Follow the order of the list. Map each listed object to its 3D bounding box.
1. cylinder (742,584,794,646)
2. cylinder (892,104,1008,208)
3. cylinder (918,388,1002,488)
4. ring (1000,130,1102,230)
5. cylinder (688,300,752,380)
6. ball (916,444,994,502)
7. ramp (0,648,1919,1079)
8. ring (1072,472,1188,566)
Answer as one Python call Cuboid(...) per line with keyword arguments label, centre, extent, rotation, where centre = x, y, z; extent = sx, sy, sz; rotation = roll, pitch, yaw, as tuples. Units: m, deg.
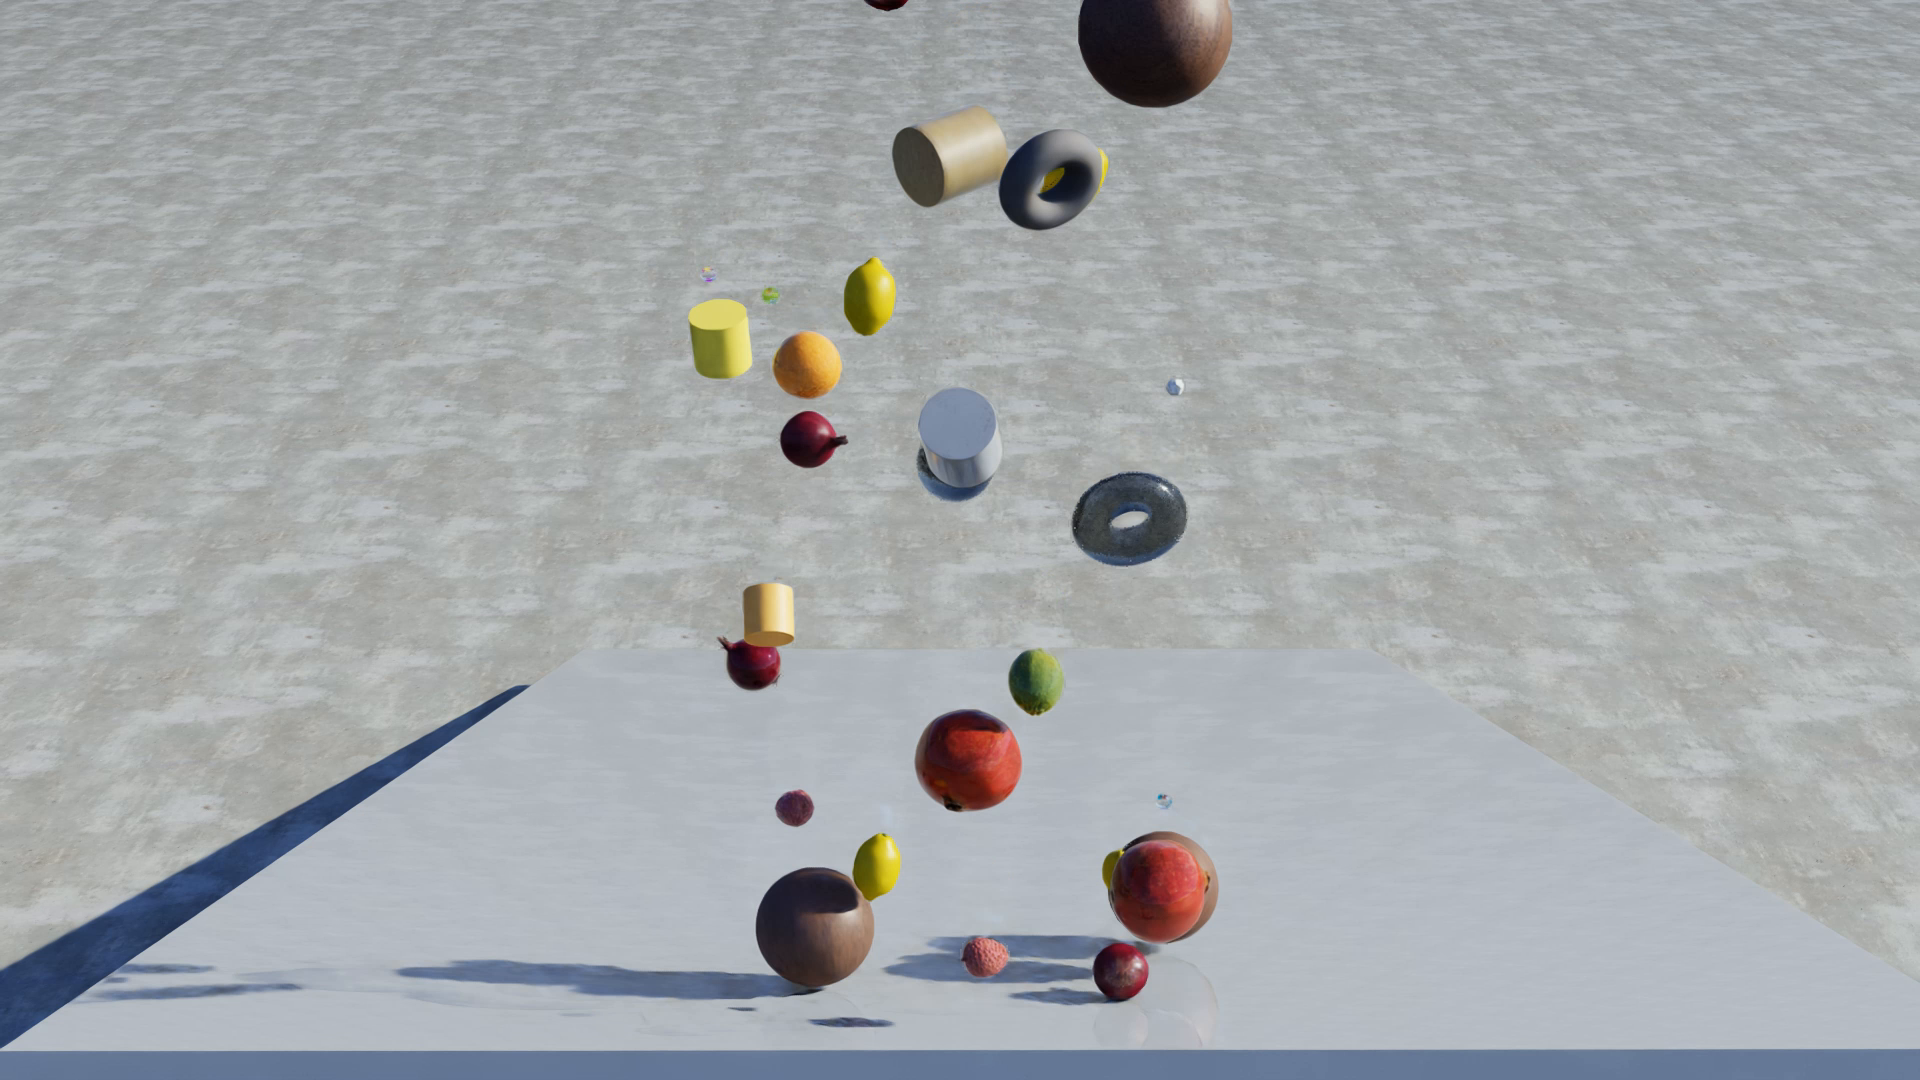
Cuboid(label="cylinder", centre=(-0.203, 0.080, 2.722), extent=(0.053, 0.053, 0.053), rotation=(-3, -20, -1))
Cuboid(label="cylinder", centre=(-0.010, -0.374, 2.500), extent=(0.080, 0.080, 0.080), rotation=(-26, 31, -32))
Cuboid(label="cylinder", centre=(0.001, -0.091, 2.294), extent=(0.069, 0.069, 0.069), rotation=(2, -19, 6))
Cuboid(label="ring", centre=(0.081, -0.322, 2.295), extent=(0.101, 0.101, 0.034), rotation=(-12, 46, -28))
Cuboid(label="cylinder", centre=(-0.258, -0.217, 2.770), extent=(0.062, 0.062, 0.062), rotation=(-2, 37, 2))
Cuboid(label="ball", centre=(-0.005, -0.084, 2.805), extent=(0.086, 0.086, 0.086), rotation=(0, 21, 0))
Cuboid(label="ramp", centre=(0.049, 0.440, 4.532), extent=(2.000, 0.100, 4.000), rotation=(0, 3, 0))
Cuboid(label="ring", centre=(0.174, -0.021, 2.635), extent=(0.121, 0.121, 0.040), rotation=(-3, 46, -7))
